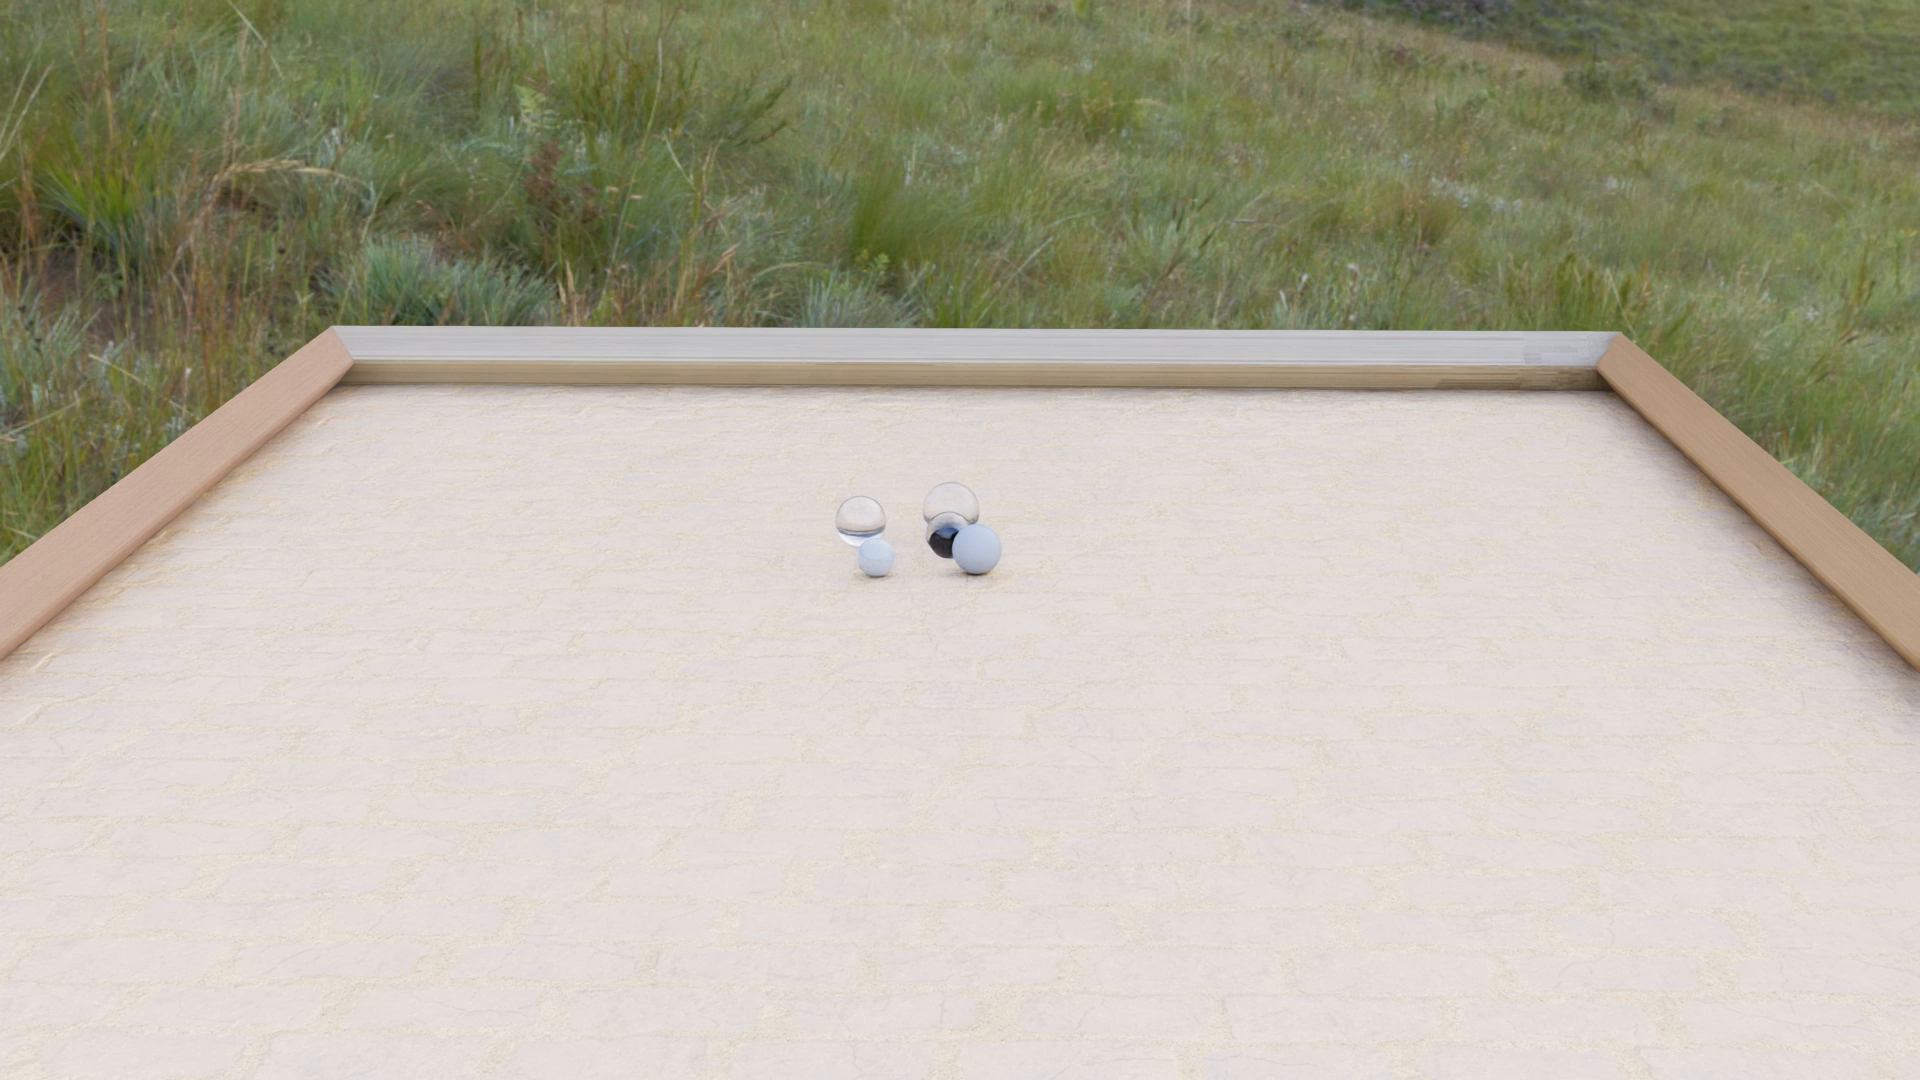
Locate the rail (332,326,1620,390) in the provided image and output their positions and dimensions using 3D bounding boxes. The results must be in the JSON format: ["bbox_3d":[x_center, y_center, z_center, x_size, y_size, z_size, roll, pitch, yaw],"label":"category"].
[{"bbox_3d":[0.019,-0.283,3.481,2.047,0.094,0.045,0,18,1],"label":"rail"}]

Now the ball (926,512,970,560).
[{"bbox_3d":[-0.013,-0.006,2.682,0.058,0.058,0.058,0,18,0],"label":"ball"}]

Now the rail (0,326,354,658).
[{"bbox_3d":[-1.019,0.250,1.827,0.045,0.094,3.567,0,18,1],"label":"rail"}]

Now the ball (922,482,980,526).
[{"bbox_3d":[-0.011,-0.037,2.754,0.072,0.072,0.072,0,18,0],"label":"ball"}]

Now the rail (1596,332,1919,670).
[{"bbox_3d":[0.981,0.263,1.787,0.045,0.094,3.567,0,18,1],"label":"rail"}]

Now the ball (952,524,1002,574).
[{"bbox_3d":[0.020,0.011,2.628,0.060,0.060,0.060,0,18,0],"label":"ball"}]

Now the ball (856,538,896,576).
[{"bbox_3d":[-0.100,0.020,2.620,0.046,0.046,0.046,0,18,0],"label":"ball"}]

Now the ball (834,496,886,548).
[{"bbox_3d":[-0.123,-0.023,2.726,0.064,0.064,0.064,0,18,0],"label":"ball"}]
